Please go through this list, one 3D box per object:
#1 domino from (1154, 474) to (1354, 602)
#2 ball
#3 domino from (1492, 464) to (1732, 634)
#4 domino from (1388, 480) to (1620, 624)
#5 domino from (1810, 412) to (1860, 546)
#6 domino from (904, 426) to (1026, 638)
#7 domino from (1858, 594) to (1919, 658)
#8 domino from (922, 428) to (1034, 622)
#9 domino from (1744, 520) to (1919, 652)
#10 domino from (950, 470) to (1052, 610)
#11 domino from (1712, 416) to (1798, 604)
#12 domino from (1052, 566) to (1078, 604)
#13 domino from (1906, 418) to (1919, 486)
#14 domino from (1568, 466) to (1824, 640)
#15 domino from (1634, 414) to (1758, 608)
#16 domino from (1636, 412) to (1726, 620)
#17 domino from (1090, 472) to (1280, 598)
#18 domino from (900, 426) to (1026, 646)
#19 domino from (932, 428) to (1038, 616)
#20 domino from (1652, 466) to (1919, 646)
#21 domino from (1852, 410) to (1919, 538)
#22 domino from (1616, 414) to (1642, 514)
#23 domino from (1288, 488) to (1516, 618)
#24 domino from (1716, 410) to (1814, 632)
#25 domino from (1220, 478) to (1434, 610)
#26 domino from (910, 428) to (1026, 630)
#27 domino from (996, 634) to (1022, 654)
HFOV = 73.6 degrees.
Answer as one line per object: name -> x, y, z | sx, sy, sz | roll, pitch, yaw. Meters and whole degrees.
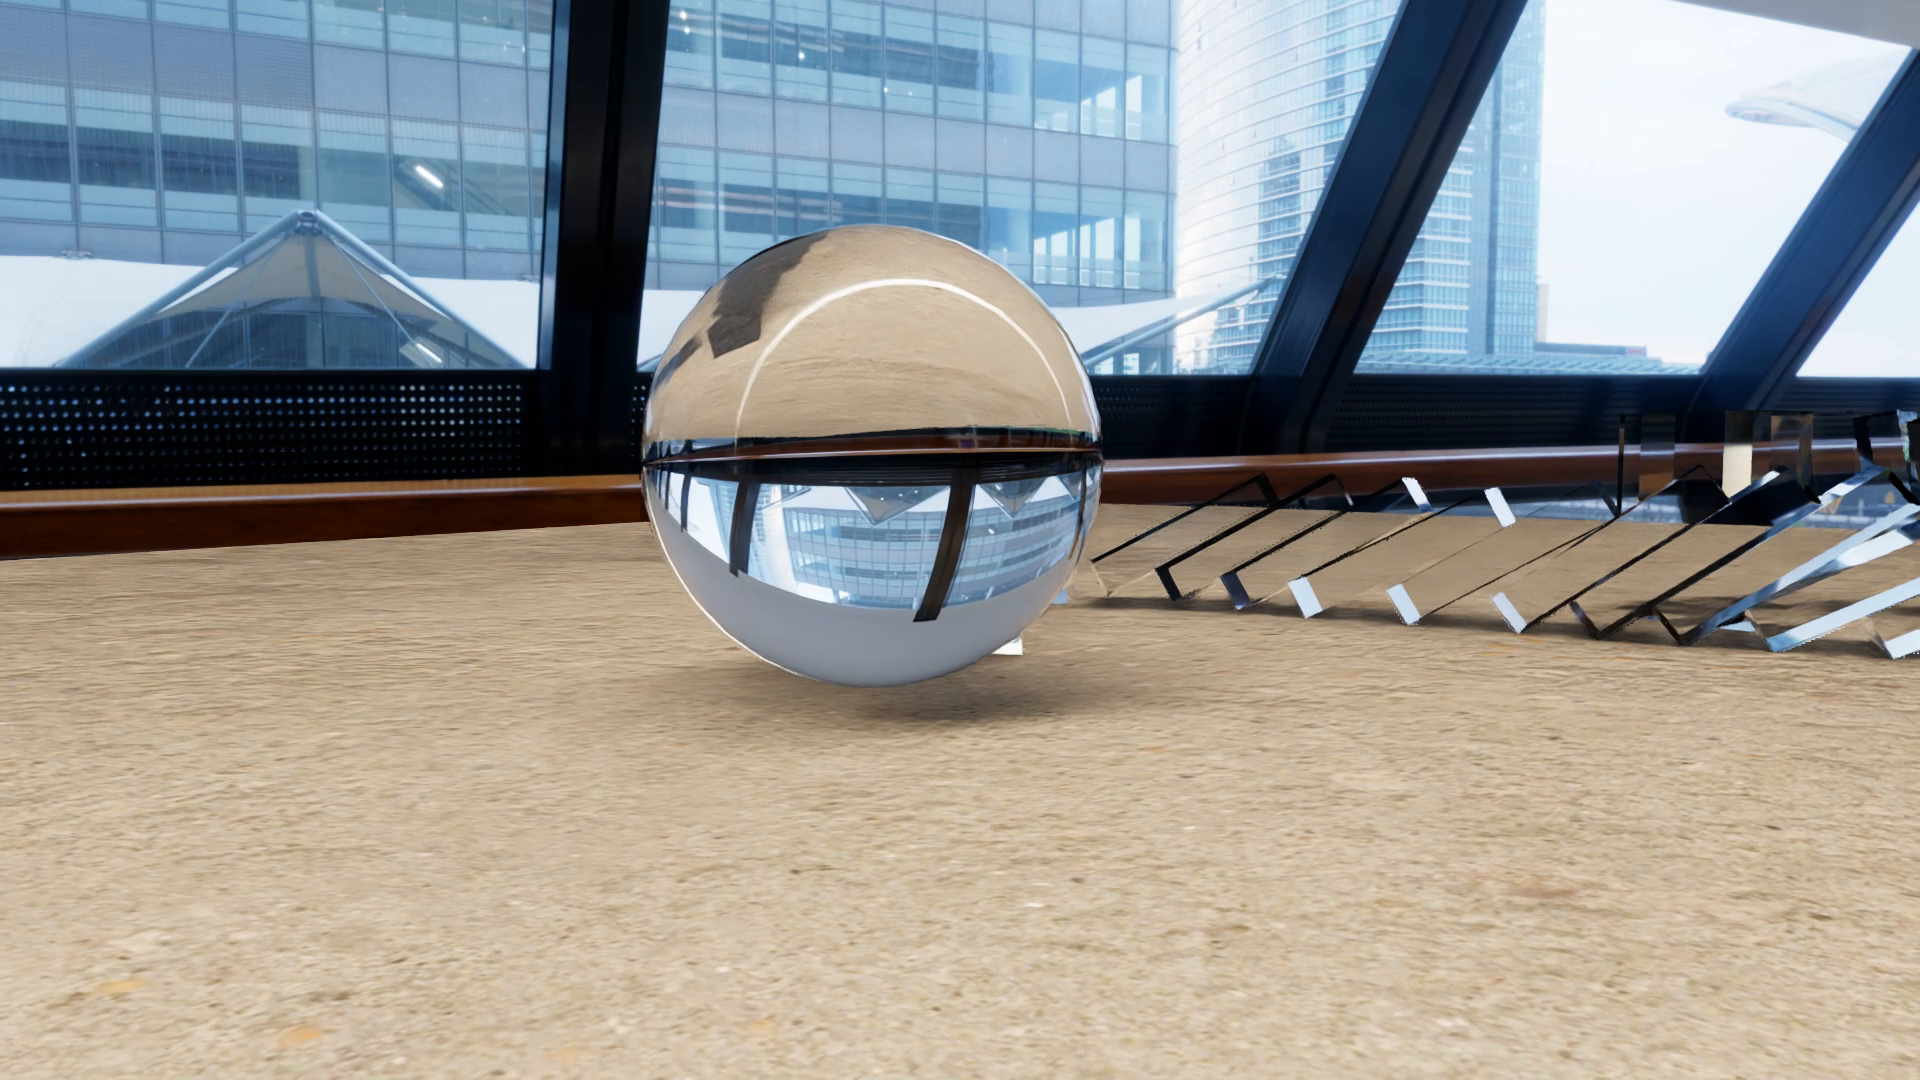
domino -> 0.077, 0.000, 0.333 | 0.050, 0.010, 0.025 | -30, -11, 17
ball -> -0.015, -0.014, 0.225 | 0.080, 0.080, 0.080 | 0, 4, 0
domino -> 0.146, 0.002, 0.289 | 0.050, 0.010, 0.025 | -40, -15, 26
domino -> 0.128, 0.003, 0.301 | 0.050, 0.010, 0.025 | -34, -13, 27
domino -> 0.234, -0.008, 0.343 | 0.009, 0.050, 0.025 | -3, 2, 35
domino -> 0.002, -0.003, 0.292 | 0.025, 0.050, 0.010 | 0, -31, 5
domino -> 0.208, 0.007, 0.255 | 0.050, 0.009, 0.025 | -30, -8, 25
domino -> 0.005, -0.004, 0.315 | 0.025, 0.050, 0.010 | 0, -31, 5
domino -> 0.190, 0.006, 0.264 | 0.050, 0.009, 0.025 | -30, -9, 24
domino -> 0.011, -0.001, 0.346 | 0.025, 0.010, 0.050 | -3, 35, 3
domino -> 0.217, -0.009, 0.351 | 0.009, 0.050, 0.025 | 1, 4, 10
domino -> 0.020, 0.010, 0.367 | 0.025, 0.009, 0.050 | 1, 4, 8
domino -> 0.257, -0.007, 0.322 | 0.025, 0.050, 0.009 | -1, -13, -7
domino -> 0.159, 0.003, 0.279 | 0.050, 0.009, 0.025 | -39, -15, 25
domino -> 0.197, -0.008, 0.343 | 0.009, 0.050, 0.025 | -3, 5, -37
domino -> 0.179, -0.006, 0.313 | 0.025, 0.050, 0.010 | -2, 5, -20
domino -> 0.060, -0.001, 0.343 | 0.050, 0.010, 0.025 | -27, -7, 3
domino -> 0.001, -0.002, 0.280 | 0.025, 0.050, 0.010 | 0, -30, 4
domino -> 0.007, -0.005, 0.326 | 0.025, 0.050, 0.009 | 0, -31, 5
domino -> 0.172, 0.003, 0.271 | 0.050, 0.010, 0.025 | -40, -15, 26
domino -> 0.245, -0.008, 0.334 | 0.025, 0.050, 0.009 | -4, -5, -44
domino -> 0.185, -0.007, 0.332 | 0.025, 0.050, 0.009 | 3, 5, 38
domino -> 0.108, 0.003, 0.314 | 0.050, 0.010, 0.025 | -30, -11, 28
domino -> 0.188, -0.005, 0.299 | 0.025, 0.050, 0.010 | -3, 5, -38
domino -> 0.093, 0.001, 0.324 | 0.050, 0.009, 0.025 | -31, -12, 24
domino -> 0.003, -0.003, 0.303 | 0.025, 0.050, 0.010 | 0, -31, 5
domino -> 0.001, -0.001, 0.269 | 0.025, 0.050, 0.010 | 0, -30, 4
